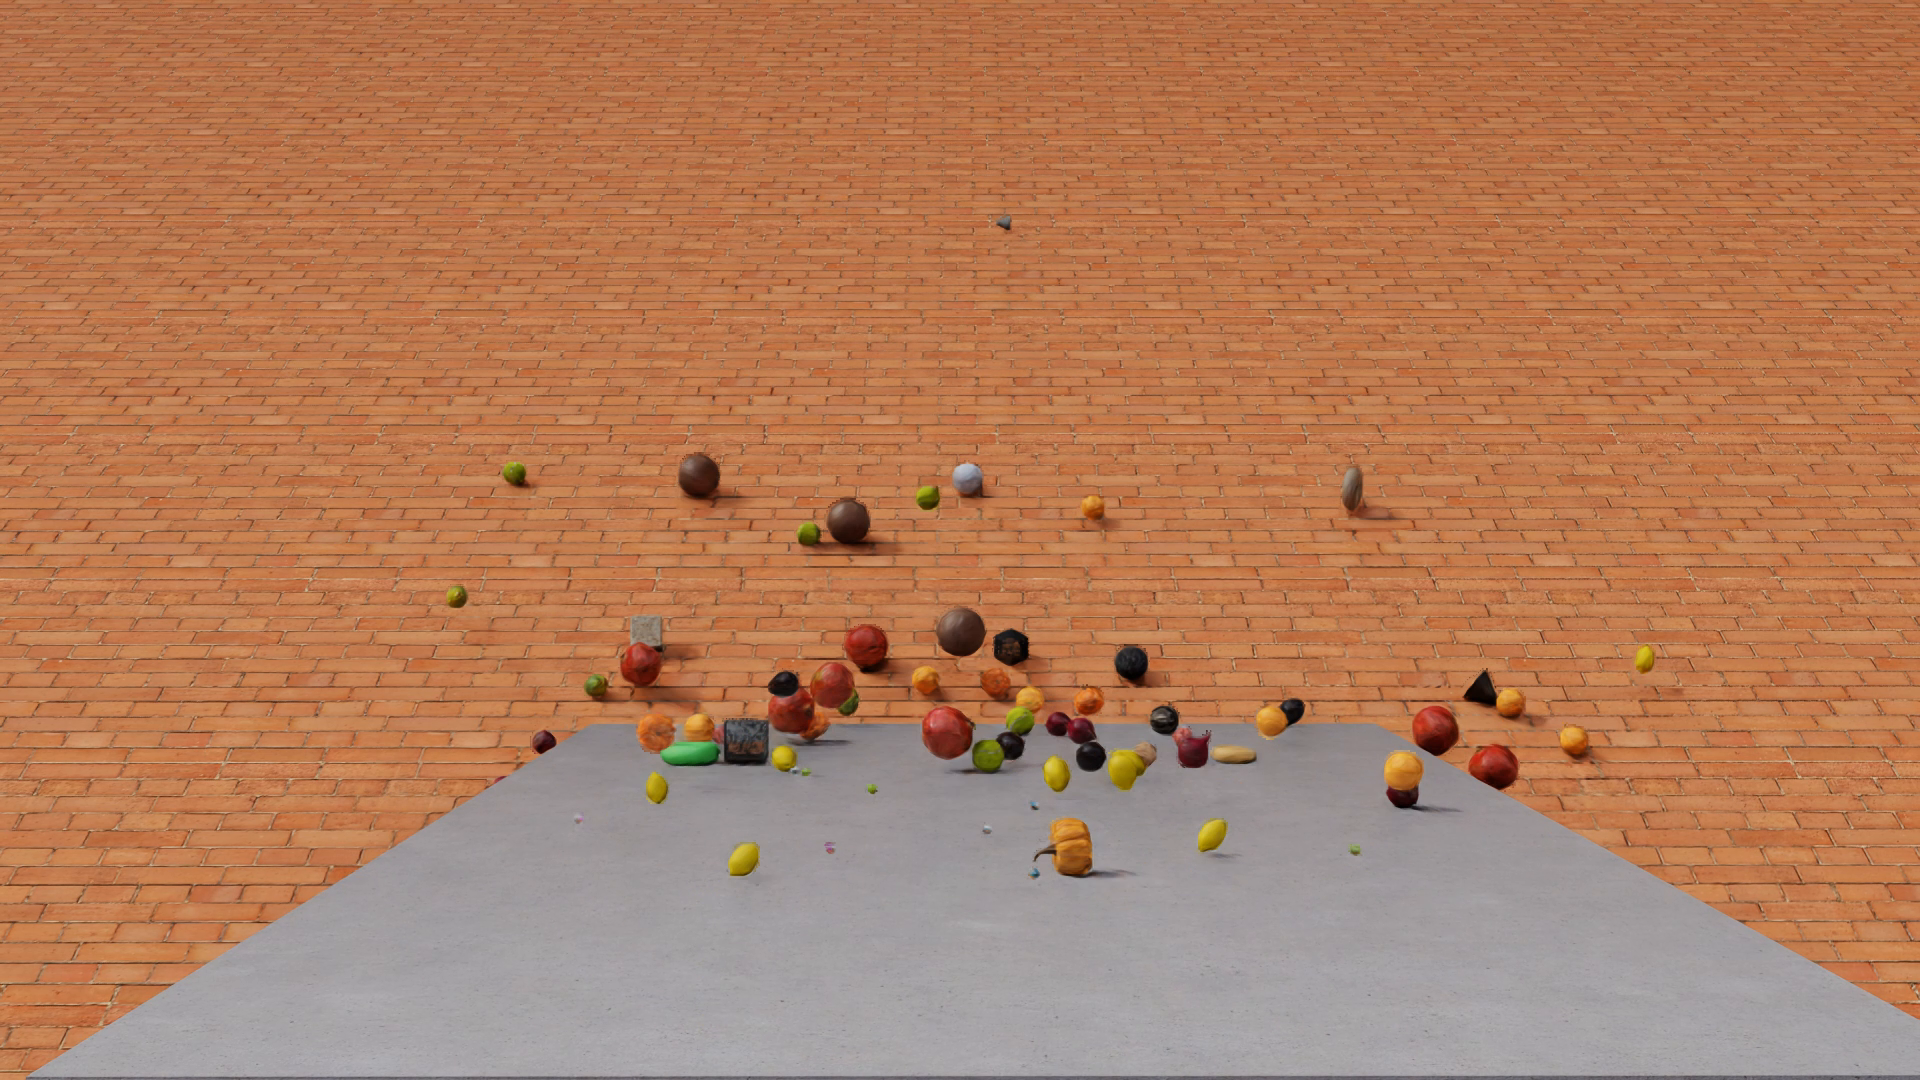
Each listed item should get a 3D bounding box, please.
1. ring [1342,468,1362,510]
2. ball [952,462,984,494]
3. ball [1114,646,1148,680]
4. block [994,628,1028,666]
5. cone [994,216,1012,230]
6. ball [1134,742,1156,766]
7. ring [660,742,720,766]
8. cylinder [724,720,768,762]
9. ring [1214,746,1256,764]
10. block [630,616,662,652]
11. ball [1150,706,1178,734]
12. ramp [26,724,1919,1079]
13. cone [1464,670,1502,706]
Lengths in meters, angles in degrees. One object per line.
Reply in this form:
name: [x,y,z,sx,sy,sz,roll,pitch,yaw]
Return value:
ring: [1.193,-0.156,7.850,0.043,0.130,0.130,5,27,21]
ball: [0.023,-0.190,7.964,0.096,0.096,0.096,0,27,0]
ball: [0.462,0.330,6.955,0.090,0.090,0.090,0,27,0]
block: [0.139,0.294,7.052,0.067,0.067,0.067,-22,34,-36]
cone: [0.160,-1.230,10.032,0.059,0.059,0.059,-1,26,-19]
ball: [0.398,0.460,5.553,0.050,0.050,0.050,0,27,0]
ring: [-0.587,0.464,5.615,0.128,0.043,0.128,-1,1,0]
cylinder: [-0.465,0.437,5.613,0.090,0.090,0.090,0,27,0]
ring: [0.600,0.468,5.636,0.095,0.032,0.095,1,1,0]
block: [-0.859,0.258,7.070,0.081,0.081,0.081,-1,-13,-2]
ball: [0.497,0.438,6.284,0.070,0.070,0.070,0,27,0]
ramp: [0.061,0.553,4.589,2.000,0.100,4.000,0,1,0]
cone: [1.401,0.412,6.848,0.093,0.093,0.093,41,41,15]
